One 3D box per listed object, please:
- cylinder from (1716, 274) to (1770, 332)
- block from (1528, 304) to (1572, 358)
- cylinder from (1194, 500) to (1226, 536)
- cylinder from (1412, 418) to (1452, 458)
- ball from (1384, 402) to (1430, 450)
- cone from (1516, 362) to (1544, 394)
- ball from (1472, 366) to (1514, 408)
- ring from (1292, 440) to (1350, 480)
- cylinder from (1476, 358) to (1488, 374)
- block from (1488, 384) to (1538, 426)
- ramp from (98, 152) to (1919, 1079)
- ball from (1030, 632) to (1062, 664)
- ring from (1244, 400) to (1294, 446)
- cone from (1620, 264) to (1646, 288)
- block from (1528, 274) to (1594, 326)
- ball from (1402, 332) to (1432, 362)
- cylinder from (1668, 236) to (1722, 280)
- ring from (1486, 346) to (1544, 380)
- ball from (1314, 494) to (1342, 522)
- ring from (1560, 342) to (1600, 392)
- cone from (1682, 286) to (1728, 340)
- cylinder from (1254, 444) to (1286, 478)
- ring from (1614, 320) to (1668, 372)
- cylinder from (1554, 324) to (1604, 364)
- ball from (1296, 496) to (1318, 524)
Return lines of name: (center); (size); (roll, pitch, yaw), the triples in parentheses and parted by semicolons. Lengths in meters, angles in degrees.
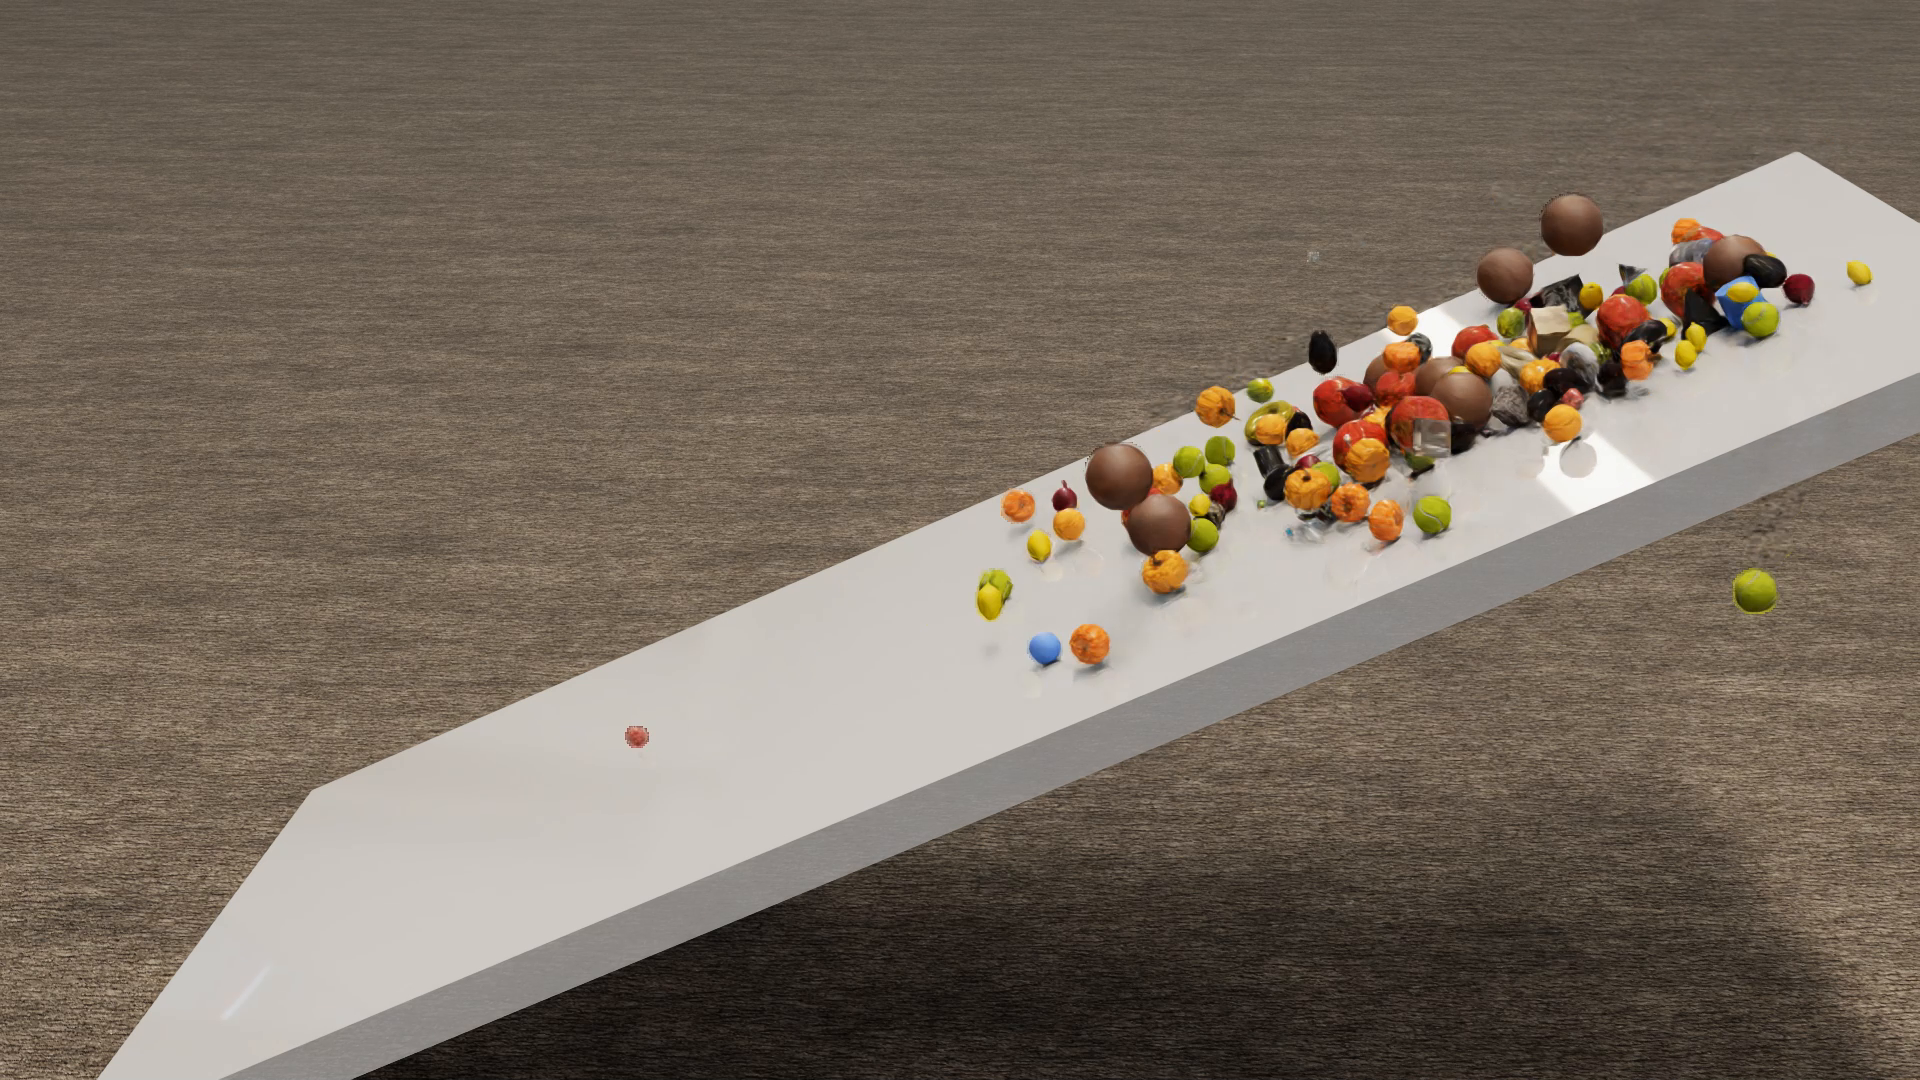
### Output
cylinder: (1.535, -0.464, 5.763); (0.080, 0.080, 0.080); (-29, 13, 7)
block: (1.224, -0.433, 6.101); (0.072, 0.072, 0.072); (-7, 52, -1)
cylinder: (0.515, -0.046, 6.075); (0.054, 0.054, 0.054); (5, 25, 19)
cylinder: (0.883, -0.191, 5.501); (0.070, 0.070, 0.070); (2, 3, 0)
ball: (0.910, -0.230, 5.979); (0.097, 0.097, 0.097); (0, 15, 0)
cone: (1.154, -0.333, 5.978); (0.060, 0.060, 0.060); (-8, 25, 4)
ball: (1.087, -0.310, 5.993); (0.085, 0.085, 0.085); (0, 15, 0)
ring: (0.754, -0.166, 6.135); (0.131, 0.044, 0.131); (-25, 13, 6)
cylinder: (1.118, -0.354, 6.158); (0.052, 0.052, 0.052); (-14, 17, -42)
block: (1.094, -0.265, 5.811); (0.058, 0.058, 0.058); (34, -16, -25)
ramp: (0.133, 0.170, 6.283); (4.000, 0.100, 2.000); (-23, 13, 9)
ball: (0.165, 0.209, 5.704); (0.062, 0.062, 0.062); (0, 15, 0)
ring: (0.692, -0.261, 6.576); (0.128, 0.043, 0.128); (-32, 26, 17)
cone: (1.402, -0.556, 6.110); (0.050, 0.050, 0.050); (-16, 16, 1)
block: (1.292, -0.505, 6.312); (0.087, 0.087, 0.087); (-21, 8, 37)
ball: (1.031, -0.433, 6.627); (0.066, 0.066, 0.066); (0, 15, 0)
cylinder: (1.525, -0.583, 6.101); (0.077, 0.077, 0.077); (-8, 21, -28)
ring: (1.143, -0.364, 6.061); (0.123, 0.041, 0.123); (10, 22, -4)
ball: (0.719, -0.061, 5.759); (0.054, 0.054, 0.054); (0, 15, 0)
ring: (1.230, -0.343, 5.842); (0.033, 0.098, 0.098); (-14, 20, -30)
cone: (1.466, -0.462, 5.858); (0.098, 0.098, 0.098); (-24, 13, 6)
cylinder: (0.642, -0.163, 6.098); (0.053, 0.053, 0.053); (-18, -16, -5)
ring: (1.339, -0.382, 5.790); (0.126, 0.126, 0.042); (-16, 57, -45)
cylinder: (1.265, -0.392, 6.008); (0.074, 0.074, 0.074); (10, 31, 32)
ball: (0.689, -0.059, 5.807); (0.055, 0.055, 0.055); (0, 15, 0)
